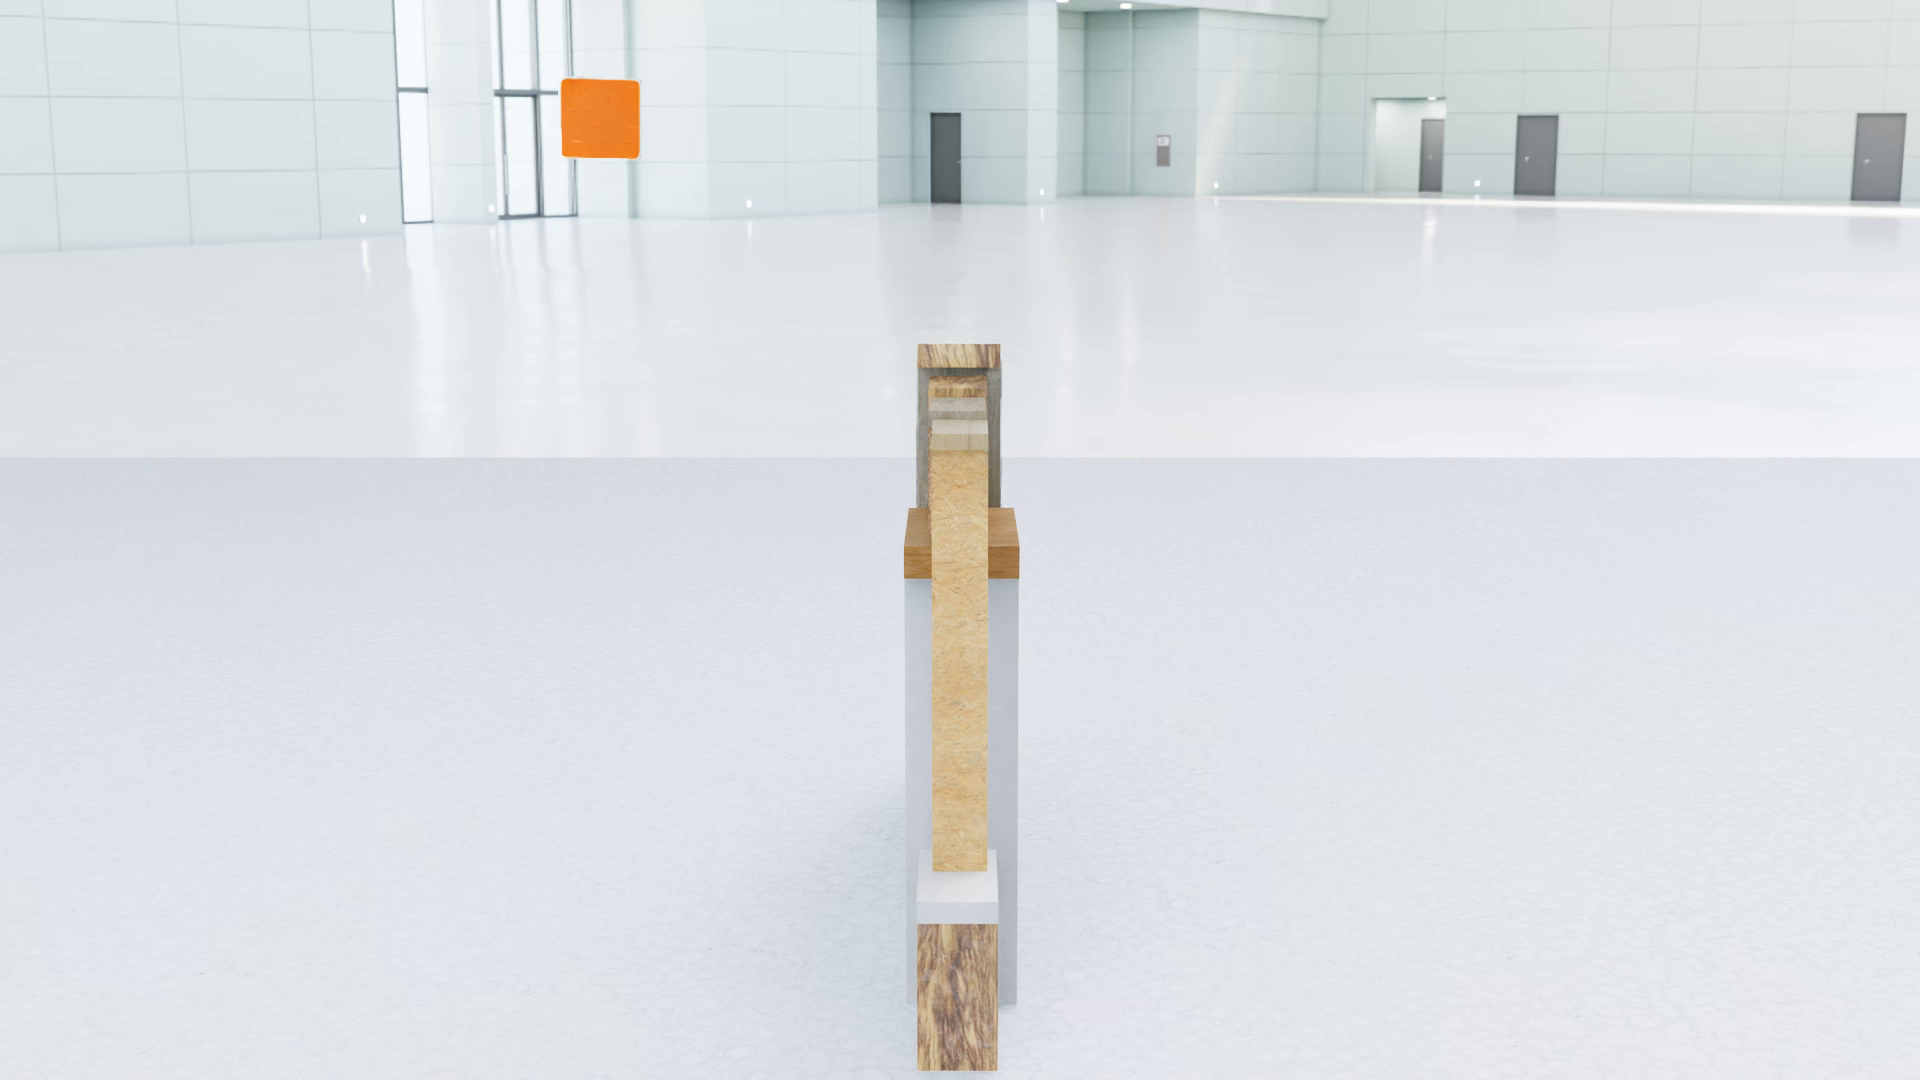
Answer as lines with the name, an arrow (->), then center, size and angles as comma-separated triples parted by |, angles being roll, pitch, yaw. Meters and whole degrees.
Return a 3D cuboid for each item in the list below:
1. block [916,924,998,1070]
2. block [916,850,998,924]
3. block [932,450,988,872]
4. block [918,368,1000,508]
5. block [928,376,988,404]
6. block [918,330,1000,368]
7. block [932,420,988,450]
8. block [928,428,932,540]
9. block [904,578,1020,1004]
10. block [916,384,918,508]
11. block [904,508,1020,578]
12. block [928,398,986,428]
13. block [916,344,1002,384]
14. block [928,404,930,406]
block -> -0.003, 0.609, 2.972 | 0.108, 0.217, 0.031 | 0, 11, 0
block -> -0.003, 0.474, 3.020 | 0.108, 0.031, 0.217 | 0, 11, 0
block -> 0.000, 0.166, 2.988 | 0.076, 0.588, 0.021 | 0, 11, 0
block -> -0.001, -0.148, 3.455 | 0.128, 0.257, 0.036 | 0, 11, 0
block -> -0.003, -0.226, 3.304 | 0.086, 0.024, 0.172 | 0, 11, 0
block -> -0.001, -0.307, 3.513 | 0.128, 0.036, 0.256 | 0, 11, 0
block -> 0.000, -0.143, 2.982 | 0.076, 0.021, 0.151 | 0, 11, 0
block -> -0.004, -0.083, 3.102 | 0.081, 0.161, 0.023 | 0, 11, 0
block -> 0.002, 0.358, 3.169 | 0.161, 0.639, 0.046 | 0, 11, 0
block -> -0.003, -0.129, 3.732 | 0.142, 0.283, 0.040 | 0, 11, 1
block -> 0.002, 0.002, 3.212 | 0.161, 0.046, 0.322 | 0, 11, 0
block -> -0.004, -0.183, 3.138 | 0.081, 0.023, 0.161 | 0, 11, 0
block -> 0.001, -0.306, 3.796 | 0.142, 0.040, 0.283 | 0, 10, 1
block -> -0.004, -0.119, 3.266 | 0.086, 0.172, 0.024 | 0, 10, 0
